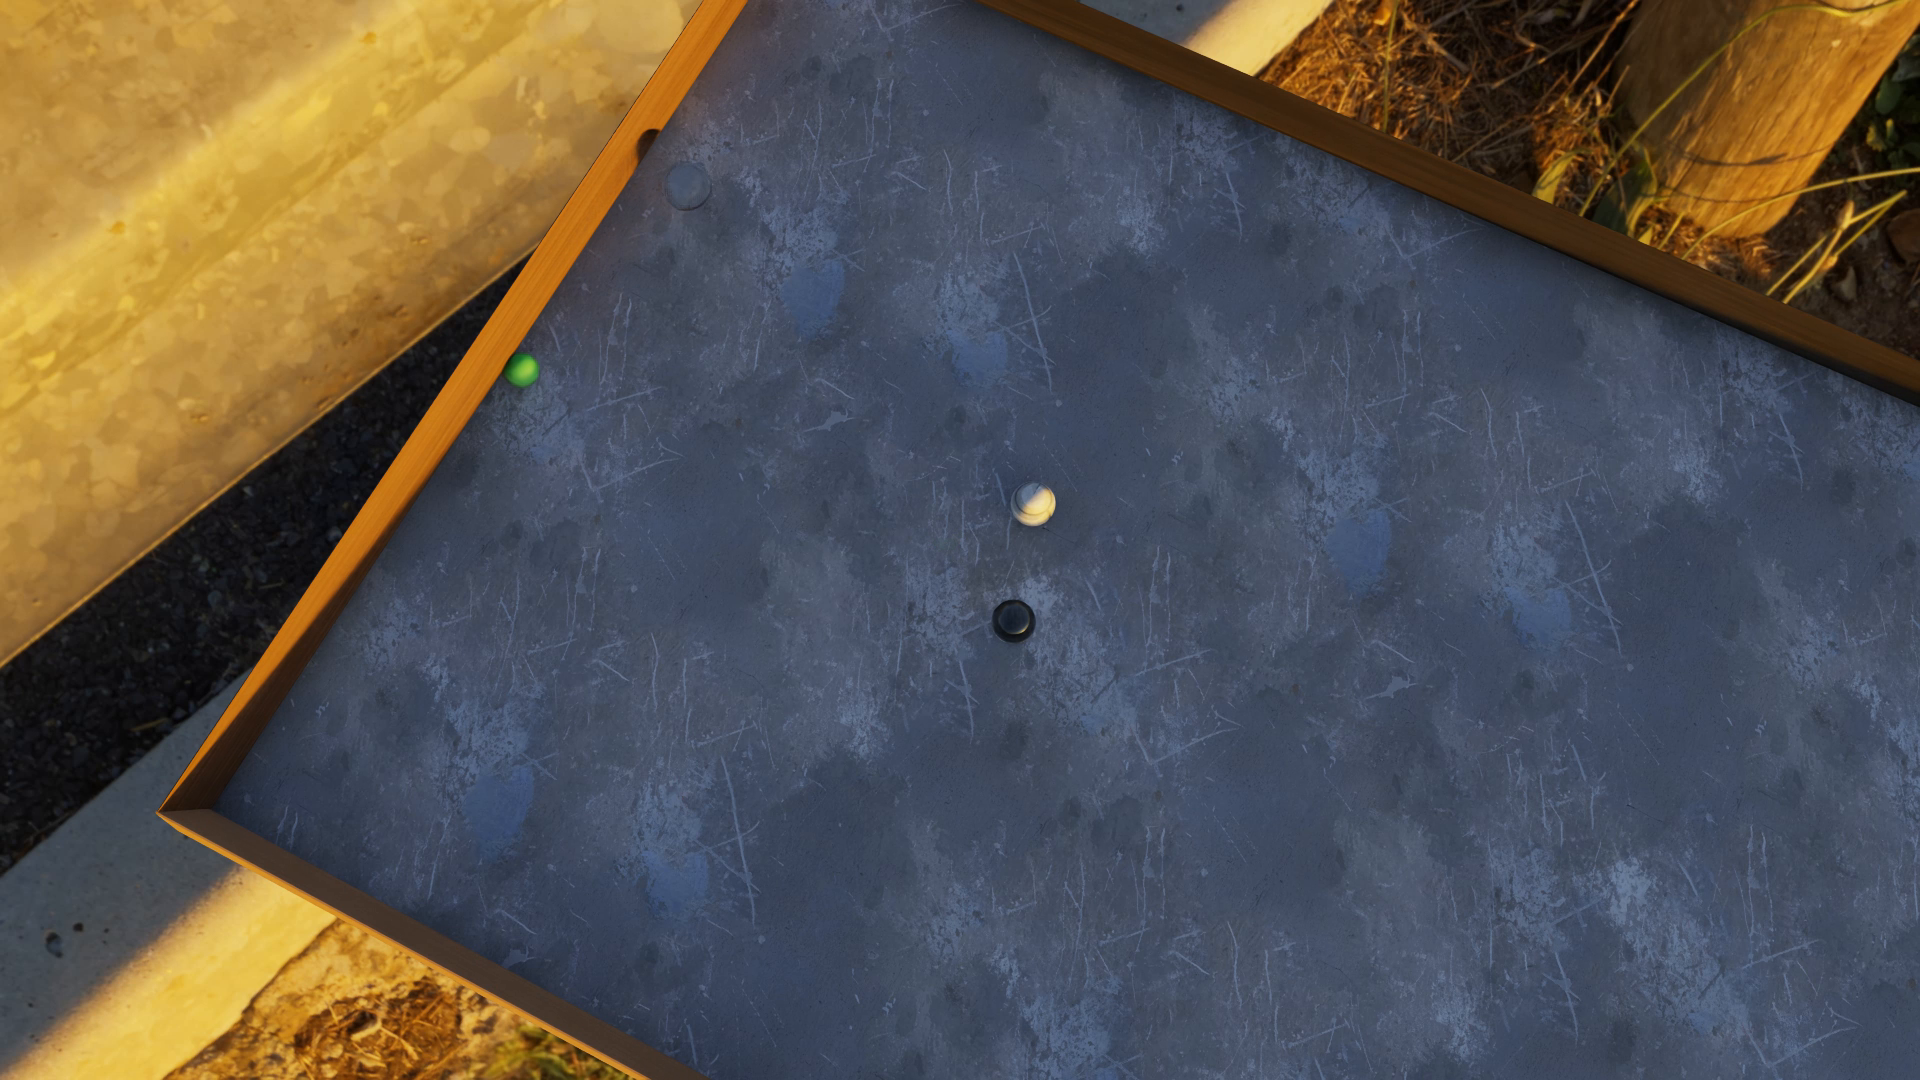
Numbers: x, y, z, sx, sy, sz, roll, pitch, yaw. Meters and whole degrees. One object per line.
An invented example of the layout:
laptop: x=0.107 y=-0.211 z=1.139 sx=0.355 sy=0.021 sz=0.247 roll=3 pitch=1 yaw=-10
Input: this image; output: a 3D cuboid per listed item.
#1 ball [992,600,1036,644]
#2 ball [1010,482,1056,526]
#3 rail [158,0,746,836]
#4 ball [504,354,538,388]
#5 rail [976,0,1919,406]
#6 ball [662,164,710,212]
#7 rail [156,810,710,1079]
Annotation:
ball: x=0.084 y=0.128 z=3.440 sx=0.070 sy=0.070 sz=0.070 roll=0 pitch=68 yaw=0
ball: x=0.117 y=-0.058 z=3.515 sx=0.072 sy=0.072 sz=0.072 roll=0 pitch=68 yaw=0
rail: x=-0.729 y=-0.356 z=3.619 sx=0.045 sy=0.104 sz=1.921 roll=26 pitch=70 yaw=10
ball: x=-0.721 y=-0.278 z=3.614 sx=0.056 sy=0.056 sz=0.056 roll=0 pitch=68 yaw=0
rail: x=1.180 y=-0.419 z=3.644 sx=3.375 sy=0.104 sz=0.045 roll=26 pitch=70 yaw=10
ball: x=-0.465 y=-0.599 z=3.732 sx=0.080 sy=0.080 sz=0.080 roll=0 pitch=68 yaw=0
rail: x=0.319 y=1.122 z=3.016 sx=3.375 sy=0.104 sz=0.045 roll=26 pitch=70 yaw=10
